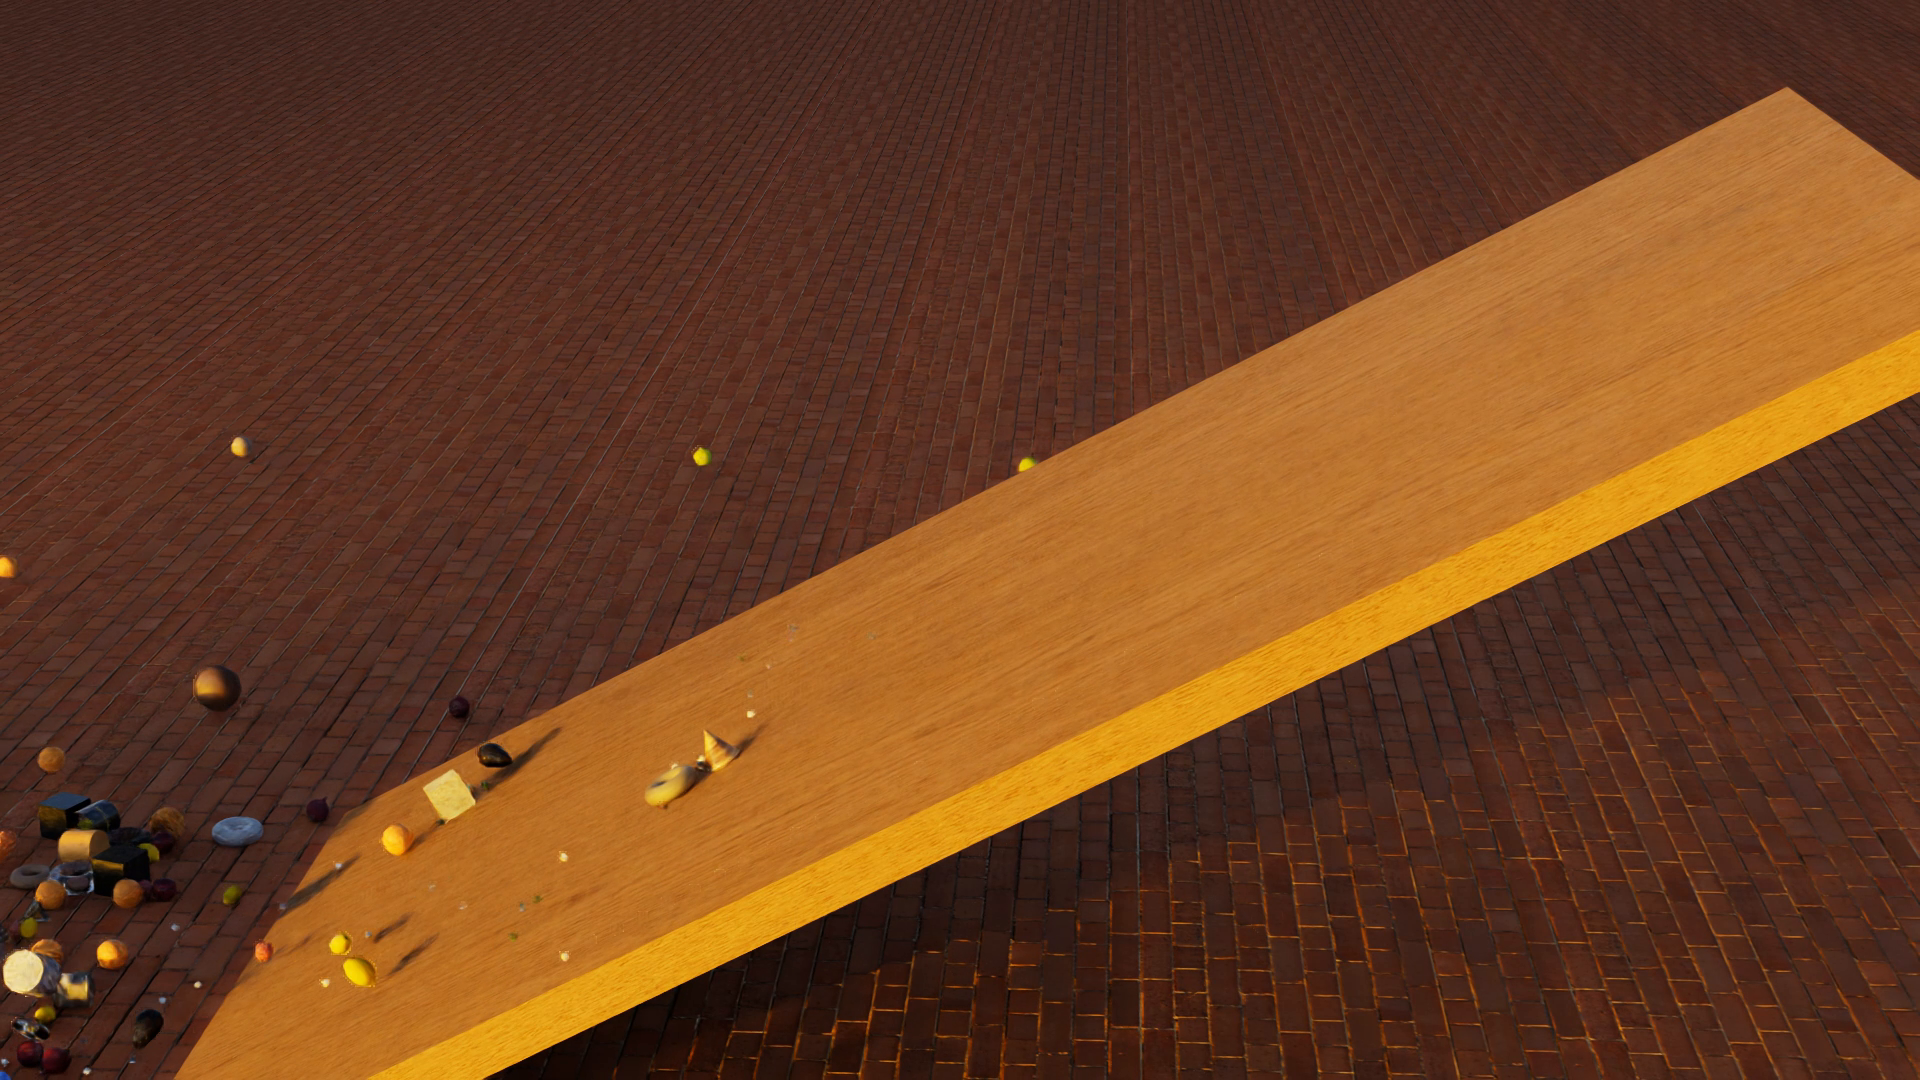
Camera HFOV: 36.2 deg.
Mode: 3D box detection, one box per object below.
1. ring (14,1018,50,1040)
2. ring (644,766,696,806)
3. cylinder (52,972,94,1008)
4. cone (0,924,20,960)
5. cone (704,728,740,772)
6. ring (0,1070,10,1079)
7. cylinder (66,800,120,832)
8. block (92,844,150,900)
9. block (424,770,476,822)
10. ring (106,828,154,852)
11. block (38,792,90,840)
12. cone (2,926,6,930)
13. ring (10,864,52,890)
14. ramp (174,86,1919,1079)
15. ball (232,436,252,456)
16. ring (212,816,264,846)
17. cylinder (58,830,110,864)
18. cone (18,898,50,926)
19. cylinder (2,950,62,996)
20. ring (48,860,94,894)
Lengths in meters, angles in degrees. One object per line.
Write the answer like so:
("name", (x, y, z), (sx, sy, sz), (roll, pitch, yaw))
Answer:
("ring", (-2.027, 1.069, 6.424), (0.078, 0.078, 0.026), (7, 59, 20))
("ring", (-0.613, 0.521, 6.237), (0.123, 0.041, 0.123), (-28, 13, 7))
("cylinder", (-2.028, 1.029, 6.727), (0.080, 0.080, 0.080), (-2, 18, -6))
("cone", (-2.291, 0.937, 6.992), (0.097, 0.097, 0.097), (0, 18, 0))
("cone", (-0.524, 0.436, 6.266), (0.085, 0.085, 0.085), (-27, 14, 7))
("ring", (-2.098, 1.174, 6.346), (0.097, 0.032, 0.097), (1, 18, 0))
("cylinder", (-2.249, 0.735, 7.633), (0.096, 0.096, 0.096), (9, 20, 25))
("block", (-2.092, 0.828, 7.336), (0.097, 0.097, 0.097), (7, 19, 22))
("block", (-1.220, 0.611, 7.027), (0.084, 0.084, 0.084), (-33, 14, -14))
("ring", (-2.150, 0.782, 7.562), (0.147, 0.049, 0.147), (0, 18, 0))
("block", (-2.333, 0.723, 7.674), (0.093, 0.093, 0.093), (9, 19, 25))
("cone", (-2.347, 0.913, 7.098), (0.078, 0.078, 0.078), (0, 18, 0))
("ring", (-2.330, 0.846, 7.383), (0.106, 0.035, 0.106), (1, 18, 0))
("ramp", (0.141, 0.167, 6.282), (4.000, 0.100, 2.000), (-27, 14, 11))
("ball", (-2.712, -0.354, 11.112), (0.078, 0.078, 0.078), (0, 18, 0))
("ring", (-1.878, 0.758, 7.647), (0.131, 0.044, 0.131), (1, 18, 0))
("cylinder", (-2.223, 0.783, 7.468), (0.091, 0.091, 0.091), (-2, 16, 18))
("cone", (-2.264, 0.918, 7.160), (0.068, 0.068, 0.068), (-34, 28, -14))
("cylinder", (-2.080, 0.972, 6.593), (0.094, 0.094, 0.094), (3, -14, 9))
("ring", (-2.212, 0.845, 7.365), (0.143, 0.048, 0.143), (0, 19, 0))
